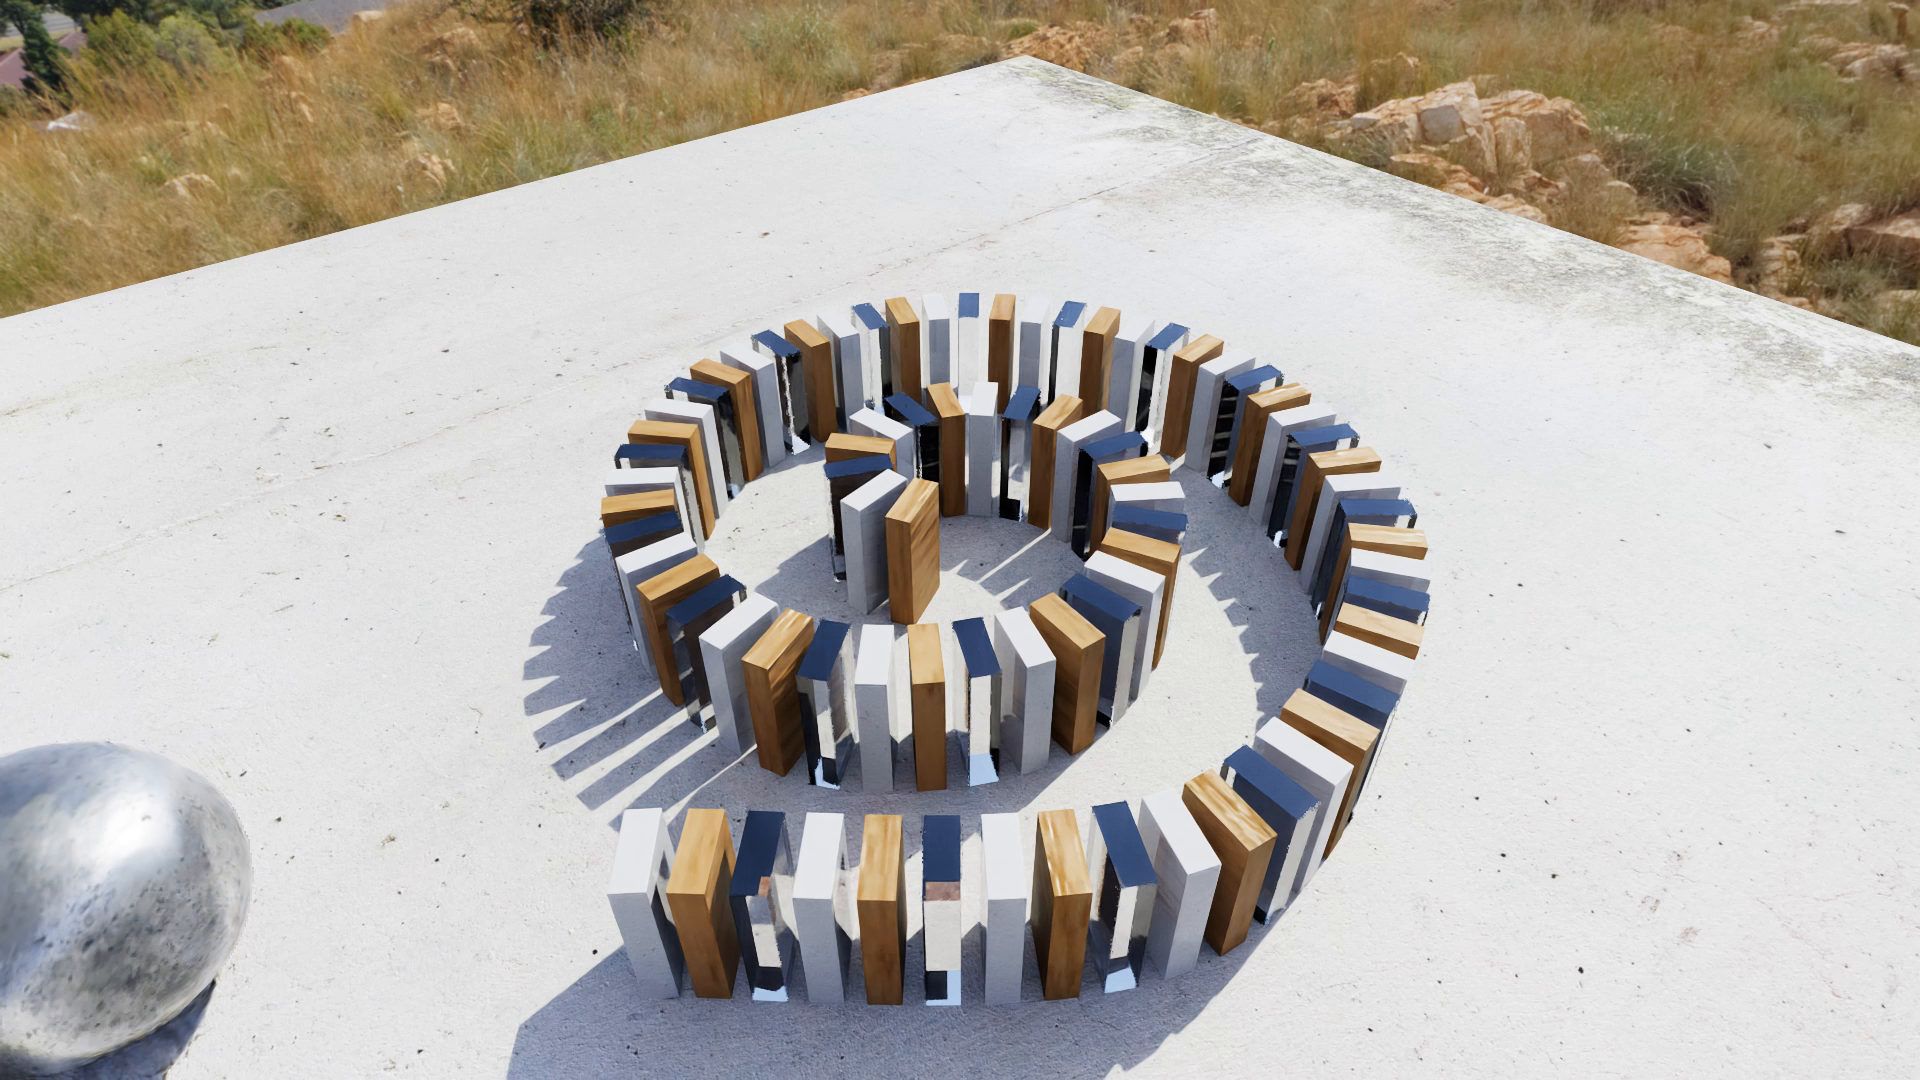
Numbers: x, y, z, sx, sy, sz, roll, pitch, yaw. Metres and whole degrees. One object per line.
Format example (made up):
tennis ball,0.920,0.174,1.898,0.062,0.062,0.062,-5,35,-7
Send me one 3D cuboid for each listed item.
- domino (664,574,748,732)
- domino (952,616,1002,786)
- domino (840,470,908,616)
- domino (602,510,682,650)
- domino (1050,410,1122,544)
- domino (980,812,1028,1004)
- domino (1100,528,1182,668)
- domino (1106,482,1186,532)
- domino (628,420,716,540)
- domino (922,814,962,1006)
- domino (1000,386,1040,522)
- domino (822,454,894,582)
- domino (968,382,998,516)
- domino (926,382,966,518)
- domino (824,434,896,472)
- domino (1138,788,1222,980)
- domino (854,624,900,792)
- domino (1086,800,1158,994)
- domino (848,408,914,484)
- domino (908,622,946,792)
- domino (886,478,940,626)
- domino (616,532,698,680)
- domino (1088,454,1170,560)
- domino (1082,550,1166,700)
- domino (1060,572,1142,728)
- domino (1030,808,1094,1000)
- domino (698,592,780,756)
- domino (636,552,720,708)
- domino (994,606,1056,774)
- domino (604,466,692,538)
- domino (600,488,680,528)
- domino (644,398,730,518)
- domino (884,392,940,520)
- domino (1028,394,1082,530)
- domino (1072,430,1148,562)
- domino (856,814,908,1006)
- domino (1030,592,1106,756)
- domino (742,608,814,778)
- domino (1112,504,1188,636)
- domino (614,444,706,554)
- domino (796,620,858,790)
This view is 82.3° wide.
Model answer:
domino,-0.081,0.038,0.365,0.009,0.050,0.025,30,48,31
domino,0.005,0.052,0.349,0.009,0.050,0.025,-8,40,-10
domino,-0.031,0.001,0.410,0.010,0.050,0.025,28,47,30
domino,-0.109,0.015,0.393,0.025,0.050,0.009,-16,42,-19
domino,0.050,-0.025,0.442,0.025,0.050,0.010,-26,46,-28
domino,0.011,0.098,0.292,0.009,0.050,0.025,-2,39,-2
domino,0.061,0.021,0.386,0.025,0.050,0.009,16,42,18
domino,0.067,0.002,0.409,0.025,0.050,0.009,-3,39,-4
domino,-0.115,-0.024,0.440,0.025,0.050,0.009,5,40,6
domino,-0.005,0.099,0.291,0.009,0.050,0.025,0,39,0
domino,0.025,-0.036,0.455,0.010,0.050,0.025,11,41,13
domino,-0.038,-0.008,0.421,0.025,0.050,0.009,-10,40,-12
domino,0.010,-0.037,0.457,0.009,0.050,0.025,4,39,5
domino,-0.006,-0.037,0.457,0.009,0.050,0.025,-10,40,-12
domino,-0.038,-0.017,0.433,0.025,0.050,0.009,7,40,8
domino,0.056,0.094,0.297,0.010,0.050,0.025,-13,41,-15
domino,-0.026,0.054,0.346,0.010,0.050,0.025,1,39,2
domino,0.042,0.096,0.294,0.009,0.050,0.025,-7,40,-9
domino,-0.031,-0.026,0.443,0.025,0.050,0.010,28,47,30
domino,-0.010,0.053,0.347,0.009,0.050,0.025,-4,39,-4
domino,-0.017,0.005,0.405,0.010,0.050,0.025,14,41,17
domino,-0.101,0.023,0.383,0.025,0.050,0.009,-23,45,-26
domino,0.064,-0.008,0.421,0.025,0.050,0.009,-11,41,-13
domino,0.054,0.030,0.375,0.025,0.050,0.010,22,44,24
domino,0.045,0.037,0.366,0.025,0.050,0.009,29,47,31
domino,0.026,0.098,0.292,0.010,0.050,0.025,-4,39,-5
domino,-0.069,0.044,0.358,0.010,0.050,0.025,24,45,26
domino,-0.092,0.031,0.374,0.025,0.050,0.010,-29,48,-31
domino,0.020,0.049,0.352,0.010,0.050,0.025,-14,41,-17
domino,-0.116,-0.004,0.416,0.025,0.050,0.010,-2,39,-3
domino,-0.114,0.006,0.405,0.025,0.050,0.009,-8,40,-10
domino,-0.112,-0.033,0.452,0.025,0.050,0.009,9,40,11
domino,-0.020,-0.033,0.451,0.009,0.050,0.025,-24,45,-27
domino,0.039,-0.032,0.450,0.009,0.050,0.025,21,44,24
domino,0.058,-0.017,0.432,0.025,0.050,0.010,-18,42,-20
domino,-0.020,0.098,0.291,0.010,0.050,0.025,1,39,1
domino,0.033,0.044,0.358,0.009,0.050,0.025,-25,46,-27
domino,-0.056,0.049,0.351,0.009,0.050,0.025,17,42,20
domino,0.066,0.012,0.397,0.025,0.050,0.009,9,40,10
domino,-0.116,-0.014,0.428,0.025,0.050,0.010,2,39,2
domino,-0.041,0.052,0.348,0.010,0.050,0.025,8,40,9
